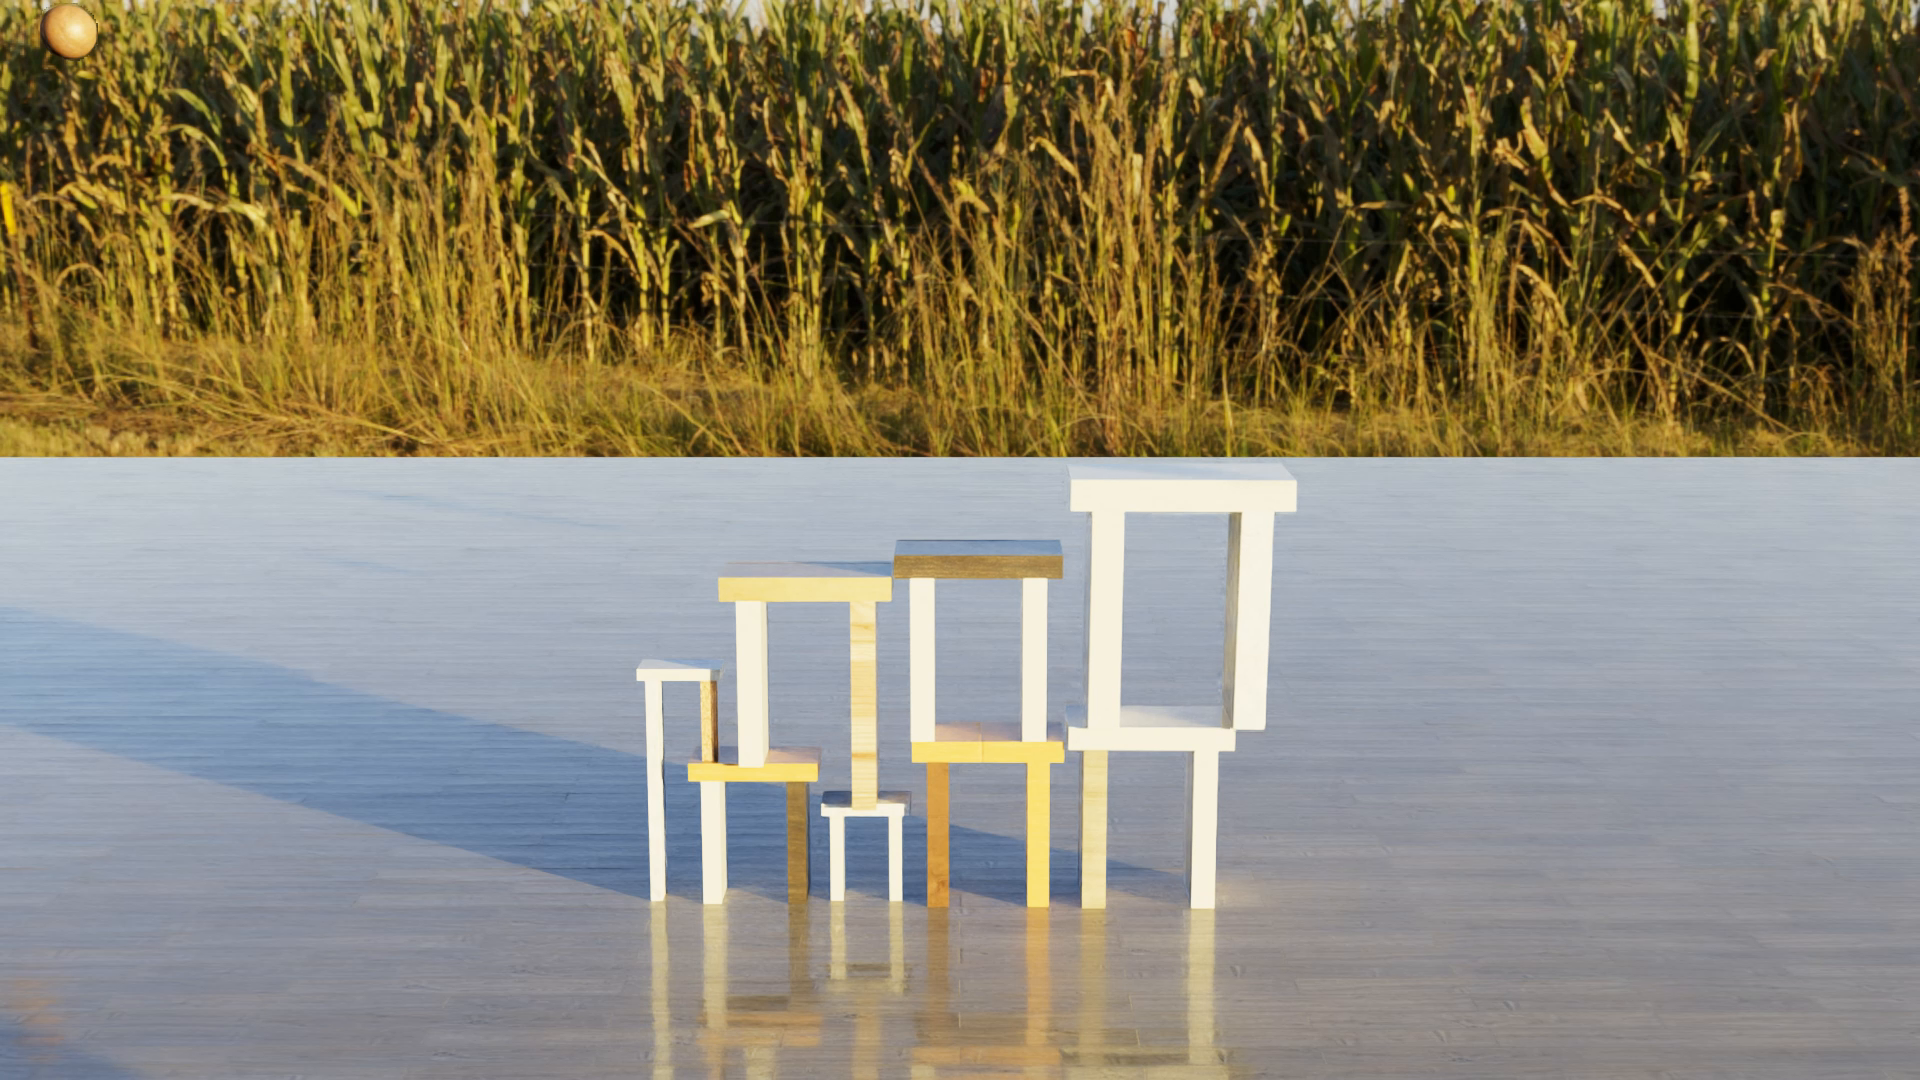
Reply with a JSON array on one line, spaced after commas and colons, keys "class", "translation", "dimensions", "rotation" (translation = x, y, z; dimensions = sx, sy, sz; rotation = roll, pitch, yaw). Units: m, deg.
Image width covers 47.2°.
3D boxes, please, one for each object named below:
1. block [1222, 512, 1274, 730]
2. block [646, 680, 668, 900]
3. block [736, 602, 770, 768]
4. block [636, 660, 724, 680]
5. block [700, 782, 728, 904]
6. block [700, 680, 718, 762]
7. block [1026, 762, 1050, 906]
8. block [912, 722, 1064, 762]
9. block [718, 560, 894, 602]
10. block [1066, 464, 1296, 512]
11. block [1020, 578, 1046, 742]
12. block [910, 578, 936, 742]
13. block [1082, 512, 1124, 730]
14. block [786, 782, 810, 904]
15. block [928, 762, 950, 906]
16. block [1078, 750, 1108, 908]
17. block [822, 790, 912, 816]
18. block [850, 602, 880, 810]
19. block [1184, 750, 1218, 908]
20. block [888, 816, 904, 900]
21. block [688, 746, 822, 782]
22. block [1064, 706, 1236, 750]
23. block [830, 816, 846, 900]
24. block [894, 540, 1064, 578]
[{"class": "block", "translation": [0.467, 0.114, 3.580], "dimensions": [0.050, 0.354, 0.177], "rotation": [1, 10, 1]}, {"class": "block", "translation": [-0.501, 0.406, 3.633], "dimensions": [0.019, 0.374, 0.068], "rotation": [0, 11, 0]}, {"class": "block", "translation": [-0.338, 0.220, 3.598], "dimensions": [0.039, 0.275, 0.137], "rotation": [0, 11, 0]}, {"class": "block", "translation": [-0.456, 0.213, 3.597], "dimensions": [0.135, 0.019, 0.067], "rotation": [0, 11, 0]}, {"class": "block", "translation": [-0.407, 0.486, 3.653], "dimensions": [0.030, 0.210, 0.105], "rotation": [0, 11, 0]}, {"class": "block", "translation": [-0.411, 0.289, 3.611], "dimensions": [0.019, 0.135, 0.068], "rotation": [0, 11, 0]}, {"class": "block", "translation": [0.128, 0.470, 3.644], "dimensions": [0.035, 0.246, 0.123], "rotation": [0, 11, 0]}, {"class": "block", "translation": [0.046, 0.332, 3.618], "dimensions": [0.246, 0.035, 0.123], "rotation": [0, 11, 0]}, {"class": "block", "translation": [-0.247, 0.066, 3.569], "dimensions": [0.275, 0.039, 0.137], "rotation": [0, 11, 0]}, {"class": "block", "translation": [0.352, -0.085, 3.542], "dimensions": [0.354, 0.050, 0.177], "rotation": [0, 10, 0]}, {"class": "block", "translation": [0.120, 0.182, 3.594], "dimensions": [0.038, 0.269, 0.135], "rotation": [0, 11, 0]}, {"class": "block", "translation": [-0.060, 0.182, 3.595], "dimensions": [0.038, 0.269, 0.135], "rotation": [0, 11, 0]}, {"class": "block", "translation": [0.232, 0.114, 3.580], "dimensions": [0.050, 0.354, 0.177], "rotation": [1, 11, 0]}, {"class": "block", "translation": [-0.267, 0.486, 3.653], "dimensions": [0.030, 0.210, 0.105], "rotation": [0, 11, 0]}, {"class": "block", "translation": [-0.036, 0.470, 3.644], "dimensions": [0.035, 0.246, 0.123], "rotation": [0, 11, 0]}, {"class": "block", "translation": [0.219, 0.459, 3.640], "dimensions": [0.038, 0.268, 0.134], "rotation": [0, 11, 0]}, {"class": "block", "translation": [-0.155, 0.436, 3.642], "dimensions": [0.146, 0.021, 0.073], "rotation": [0, 11, 0]}, {"class": "block", "translation": [-0.155, 0.256, 3.605], "dimensions": [0.039, 0.347, 0.137], "rotation": [0, 11, 0]}, {"class": "block", "translation": [0.398, 0.459, 3.641], "dimensions": [0.038, 0.268, 0.134], "rotation": [0, 11, 0]}, {"class": "block", "translation": [-0.106, 0.518, 3.657], "dimensions": [0.021, 0.146, 0.073], "rotation": [0, 11, 0]}, {"class": "block", "translation": [-0.337, 0.369, 3.631], "dimensions": [0.210, 0.030, 0.105], "rotation": [0, 11, 0]}, {"class": "block", "translation": [0.309, 0.308, 3.609], "dimensions": [0.268, 0.038, 0.134], "rotation": [0, 11, 0]}, {"class": "block", "translation": [-0.203, 0.518, 3.657], "dimensions": [0.021, 0.146, 0.073], "rotation": [0, 11, 0]}, {"class": "block", "translation": [0.030, 0.031, 3.566], "dimensions": [0.269, 0.038, 0.135], "rotation": [0, 11, 0]}]
